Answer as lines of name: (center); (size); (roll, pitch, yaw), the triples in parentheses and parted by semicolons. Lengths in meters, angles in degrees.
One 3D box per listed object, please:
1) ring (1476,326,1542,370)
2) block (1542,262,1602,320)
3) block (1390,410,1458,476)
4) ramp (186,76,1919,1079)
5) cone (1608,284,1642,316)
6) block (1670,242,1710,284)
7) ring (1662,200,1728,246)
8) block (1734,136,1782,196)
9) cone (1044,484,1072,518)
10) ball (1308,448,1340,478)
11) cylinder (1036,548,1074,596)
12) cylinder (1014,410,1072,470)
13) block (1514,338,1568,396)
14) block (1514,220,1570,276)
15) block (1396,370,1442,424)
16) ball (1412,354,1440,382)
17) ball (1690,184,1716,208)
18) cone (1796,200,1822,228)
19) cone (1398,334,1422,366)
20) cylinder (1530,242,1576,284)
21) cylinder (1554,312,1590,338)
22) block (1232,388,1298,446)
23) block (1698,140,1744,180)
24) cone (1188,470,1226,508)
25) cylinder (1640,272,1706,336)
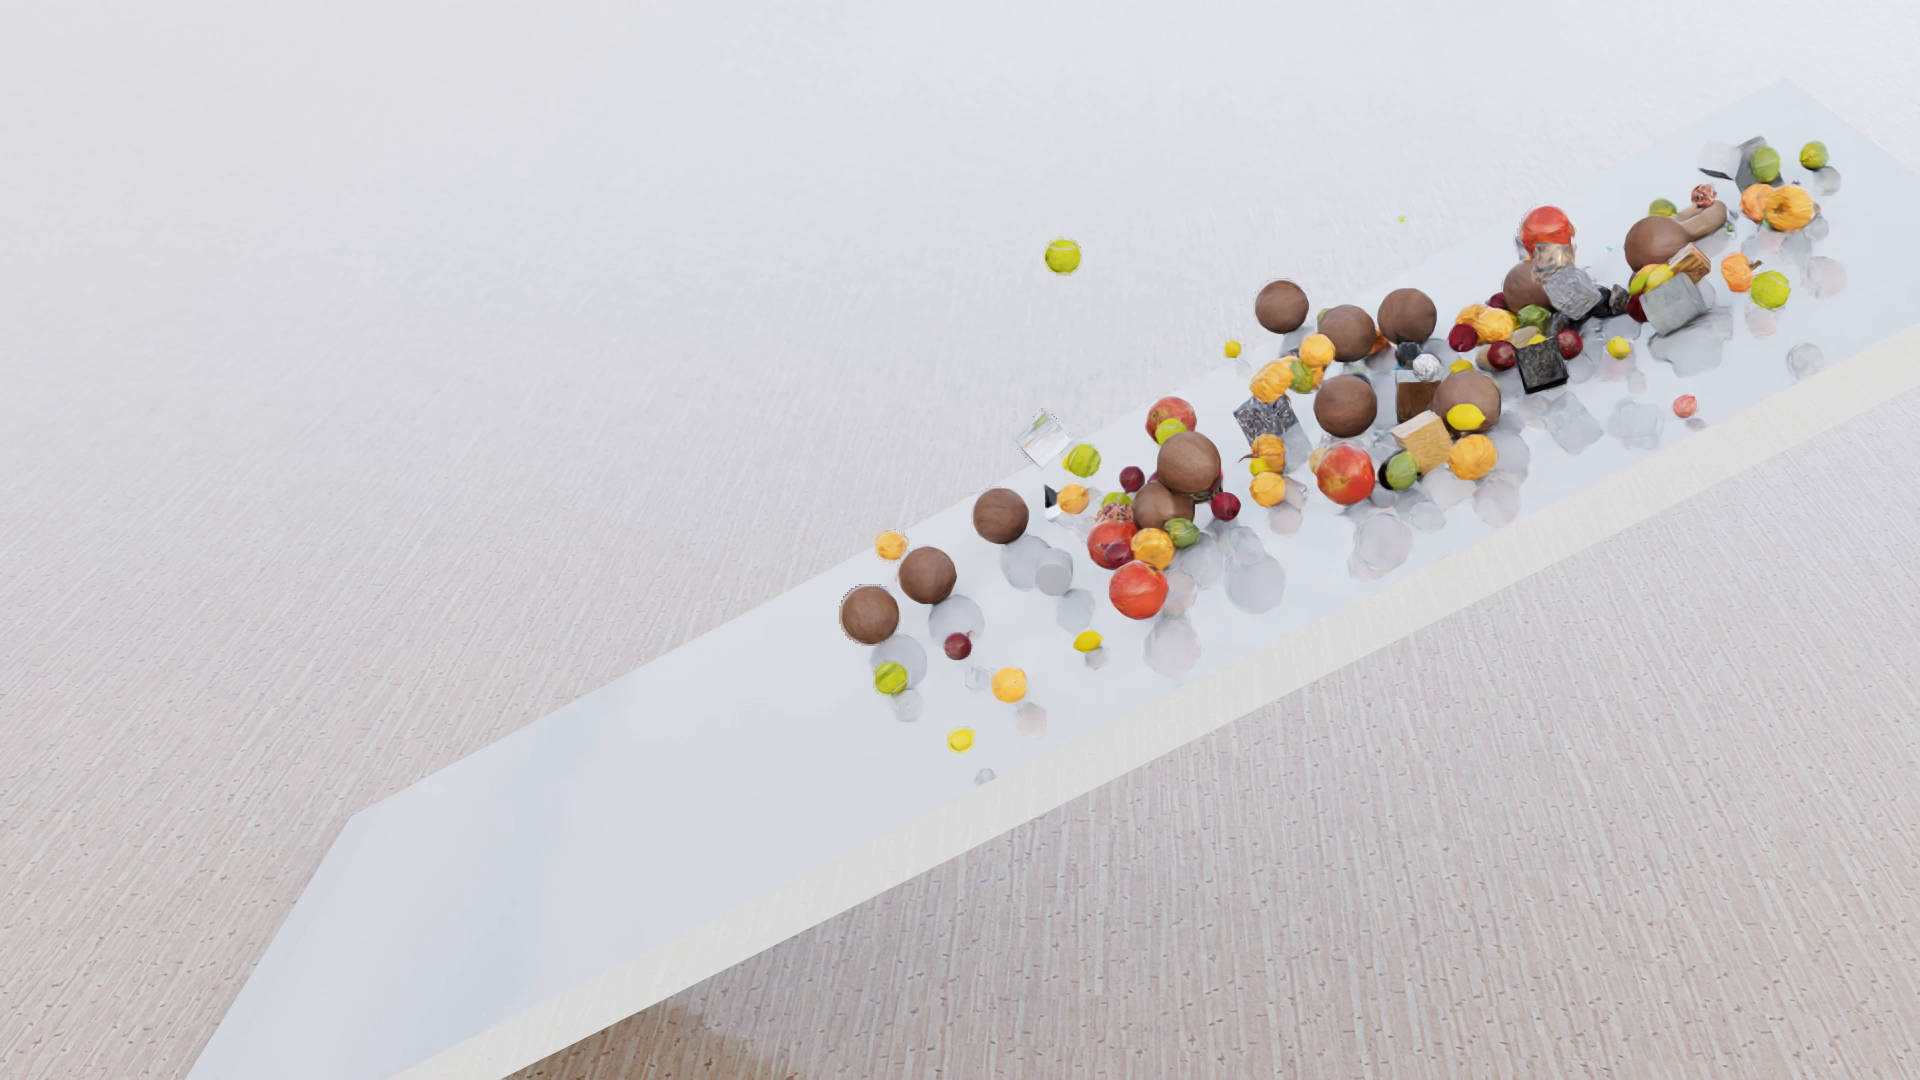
ring: (1.108, -0.386, 5.930); (0.145, 0.048, 0.145); (-27, 2, 1)
block: (1.170, -0.474, 5.619); (0.067, 0.067, 0.067); (20, 35, -41)
block: (0.891, -0.187, 5.637); (0.083, 0.083, 0.083); (-30, 14, 0)
ramp: (0.142, 0.167, 6.282); (4.000, 0.100, 2.000); (-27, 14, 11)
cone: (1.332, -0.473, 5.848); (0.067, 0.067, 0.067); (10, 20, 28)
block: (1.412, -0.531, 5.686); (0.055, 0.055, 0.055); (42, 29, -10)
ring: (1.518, -0.656, 6.078); (0.144, 0.048, 0.144); (-29, 14, 8)
block: (1.652, -0.783, 6.140); (0.088, 0.088, 0.088); (-26, 6, 15)
cone: (0.209, -0.098, 6.710); (0.072, 0.072, 0.072); (-28, 14, 8)
ball: (0.729, -0.155, 5.894); (0.061, 0.061, 0.061); (0, 18, 0)
cylinder: (0.197, 0.067, 6.119); (0.076, 0.076, 0.076); (2, 26, 5)
cylinder: (0.170, -0.204, 5.998); (0.086, 0.086, 0.086); (-44, 19, 6)
block: (1.108, -0.331, 5.604); (0.079, 0.079, 0.079); (-16, -9, 7)
block: (1.237, -0.618, 6.230); (0.085, 0.085, 0.085); (-7, 16, 32)
block: (0.915, -0.286, 5.867); (0.085, 0.085, 0.085); (-1, 18, 5)
ball: (0.920, -0.341, 5.809); (0.054, 0.054, 0.054); (0, 18, 0)
ball: (1.498, -0.693, 5.926); (0.050, 0.050, 0.050); (0, 18, 0)
cone: (1.655, -0.629, 5.762); (0.052, 0.052, 0.052); (10, 64, 28)
cone: (0.958, -0.419, 6.347); (0.062, 0.062, 0.062); (-28, 14, 8)
cylinder: (1.156, -0.538, 5.729); (0.080, 0.080, 0.080); (5, 7, -1)
cylinder: (1.220, -0.439, 5.865); (0.053, 0.053, 0.053); (22, 32, -15)
block: (0.661, -0.267, 6.368); (0.083, 0.083, 0.083); (-39, 16, -31)
block: (1.571, -0.784, 6.074); (0.060, 0.060, 0.060); (18, 0, 36)
cone: (0.500, -0.093, 6.110); (0.073, 0.073, 0.073); (-45, 28, -5)
cylinder: (1.352, -0.447, 5.576); (0.090, 0.090, 0.090); (-31, 4, 27)
